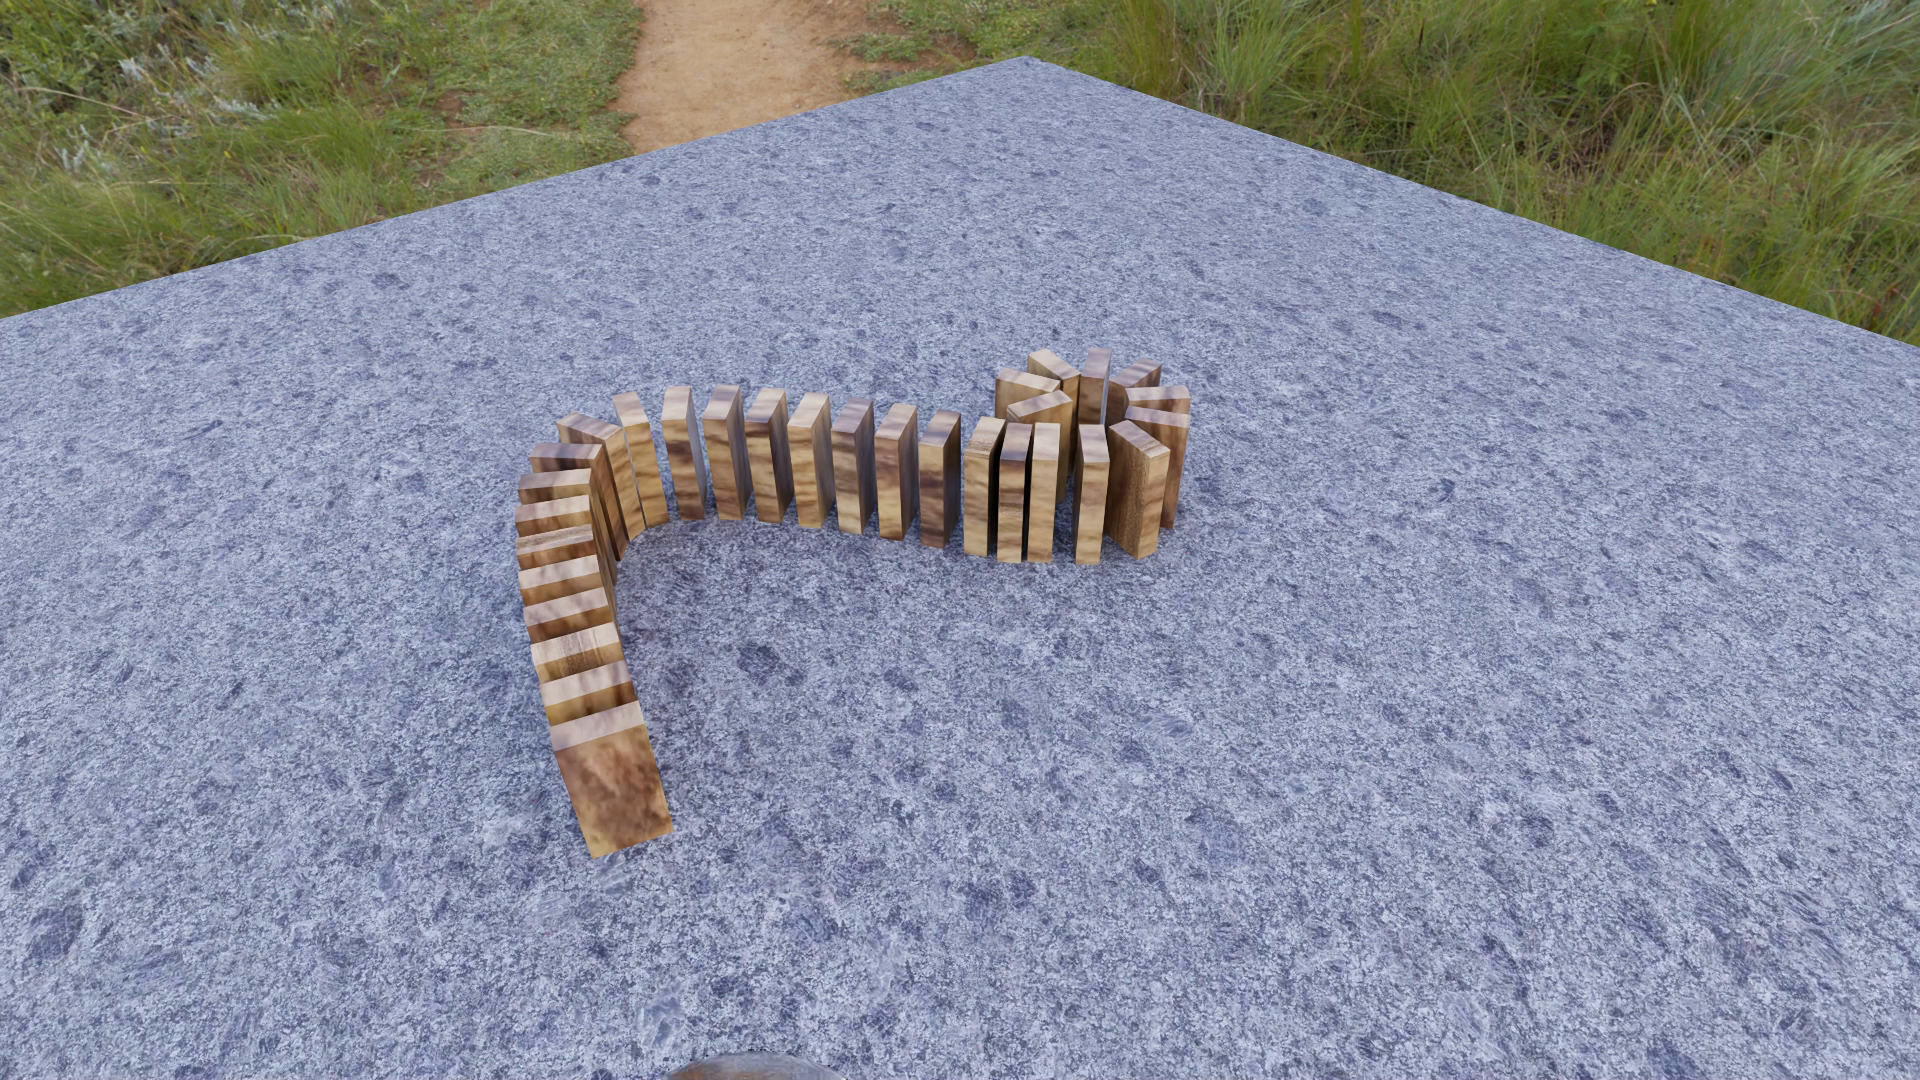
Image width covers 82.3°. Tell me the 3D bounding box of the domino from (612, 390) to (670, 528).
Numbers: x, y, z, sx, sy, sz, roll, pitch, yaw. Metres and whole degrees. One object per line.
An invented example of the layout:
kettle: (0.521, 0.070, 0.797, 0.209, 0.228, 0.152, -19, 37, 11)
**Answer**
domino: (-0.131, -0.033, 0.451, 0.010, 0.050, 0.025, -16, 42, -19)

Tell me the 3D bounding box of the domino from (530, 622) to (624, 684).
domino: (-0.117, 0.051, 0.350, 0.025, 0.050, 0.009, -16, 42, -19)

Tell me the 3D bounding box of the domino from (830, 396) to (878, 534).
domino: (-0.042, -0.030, 0.448, 0.009, 0.050, 0.025, 9, 40, 10)

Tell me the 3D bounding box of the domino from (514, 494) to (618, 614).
domino: (-0.143, 0.008, 0.401, 0.025, 0.050, 0.009, -11, 40, -13)

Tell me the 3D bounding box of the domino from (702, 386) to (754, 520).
domino: (-0.096, -0.036, 0.455, 0.010, 0.050, 0.025, 3, 39, 3)

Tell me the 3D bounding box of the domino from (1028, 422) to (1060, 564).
domino: (0.033, -0.018, 0.434, 0.010, 0.050, 0.025, 4, 39, 5)

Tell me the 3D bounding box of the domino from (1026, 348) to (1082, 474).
domino: (0.040, -0.055, 0.478, 0.009, 0.050, 0.025, -23, 45, -25)

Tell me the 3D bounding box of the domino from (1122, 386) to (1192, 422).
domino: (0.080, -0.040, 0.460, 0.025, 0.050, 0.010, -3, 39, -4)

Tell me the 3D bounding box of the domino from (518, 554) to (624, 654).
domino: (-0.131, 0.030, 0.375, 0.025, 0.050, 0.009, -14, 41, -16)

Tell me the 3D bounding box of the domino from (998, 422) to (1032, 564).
domino: (0.021, -0.018, 0.434, 0.009, 0.050, 0.025, 6, 40, 7)

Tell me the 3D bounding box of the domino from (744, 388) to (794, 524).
domino: (-0.078, -0.034, 0.453, 0.009, 0.050, 0.025, 6, 40, 7)

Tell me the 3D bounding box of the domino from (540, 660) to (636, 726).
domino: (-0.109, 0.061, 0.337, 0.025, 0.050, 0.009, -16, 42, -19)

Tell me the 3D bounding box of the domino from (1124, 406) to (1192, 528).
domino: (0.078, -0.029, 0.447, 0.025, 0.050, 0.010, 11, 41, 13)

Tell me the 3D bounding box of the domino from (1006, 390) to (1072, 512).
domino: (0.032, -0.035, 0.455, 0.025, 0.050, 0.009, -19, 43, -22)

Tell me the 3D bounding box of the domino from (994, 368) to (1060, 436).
domino: (0.028, -0.047, 0.469, 0.025, 0.050, 0.010, 17, 42, 20)

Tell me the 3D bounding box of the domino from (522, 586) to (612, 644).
domino: (-0.124, 0.040, 0.362, 0.025, 0.050, 0.009, -15, 42, -18)

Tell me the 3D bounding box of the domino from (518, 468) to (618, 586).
domino: (-0.147, -0.003, 0.415, 0.025, 0.050, 0.010, -6, 40, -7)

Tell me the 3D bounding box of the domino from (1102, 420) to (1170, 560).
domino: (0.068, -0.019, 0.435, 0.010, 0.050, 0.025, -22, 44, -25)

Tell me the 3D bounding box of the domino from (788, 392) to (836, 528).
domino: (-0.060, -0.032, 0.451, 0.009, 0.050, 0.025, 7, 40, 9)

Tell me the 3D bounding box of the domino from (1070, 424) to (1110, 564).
domino: (0.051, -0.018, 0.433, 0.010, 0.050, 0.025, 0, 39, 0)

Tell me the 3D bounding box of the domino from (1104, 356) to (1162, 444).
domino: (0.073, -0.050, 0.473, 0.009, 0.050, 0.025, 29, 47, 31)

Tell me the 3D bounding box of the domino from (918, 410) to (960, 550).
domino: (-0.008, -0.024, 0.441, 0.009, 0.050, 0.025, 10, 40, 12)

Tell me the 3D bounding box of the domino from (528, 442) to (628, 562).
domino: (-0.148, -0.014, 0.429, 0.025, 0.050, 0.009, 2, 39, 2)

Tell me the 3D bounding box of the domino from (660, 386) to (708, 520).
domino: (-0.113, -0.036, 0.455, 0.009, 0.050, 0.025, -4, 40, -5)

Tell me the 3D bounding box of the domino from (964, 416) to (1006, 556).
domino: (0.010, -0.021, 0.437, 0.009, 0.050, 0.025, 10, 40, 12)

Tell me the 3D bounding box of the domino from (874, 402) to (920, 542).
domino: (-0.025, -0.027, 0.445, 0.010, 0.050, 0.025, 10, 40, 12)

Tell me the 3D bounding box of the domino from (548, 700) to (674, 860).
domino: (-0.102, 0.071, 0.324, 0.025, 0.050, 0.010, -16, 42, -18)

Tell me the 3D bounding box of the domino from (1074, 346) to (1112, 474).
domino: (0.058, -0.055, 0.479, 0.009, 0.050, 0.025, 9, 40, 11)

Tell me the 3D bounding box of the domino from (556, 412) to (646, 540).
domino: (-0.144, -0.025, 0.442, 0.025, 0.050, 0.009, 19, 43, 21)

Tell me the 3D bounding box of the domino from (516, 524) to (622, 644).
domino: (-0.137, 0.019, 0.388, 0.025, 0.050, 0.010, -13, 41, -15)

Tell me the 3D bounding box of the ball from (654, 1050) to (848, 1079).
ball: (-0.043, 0.143, 0.213, 0.080, 0.080, 0.080, 0, 39, 0)
